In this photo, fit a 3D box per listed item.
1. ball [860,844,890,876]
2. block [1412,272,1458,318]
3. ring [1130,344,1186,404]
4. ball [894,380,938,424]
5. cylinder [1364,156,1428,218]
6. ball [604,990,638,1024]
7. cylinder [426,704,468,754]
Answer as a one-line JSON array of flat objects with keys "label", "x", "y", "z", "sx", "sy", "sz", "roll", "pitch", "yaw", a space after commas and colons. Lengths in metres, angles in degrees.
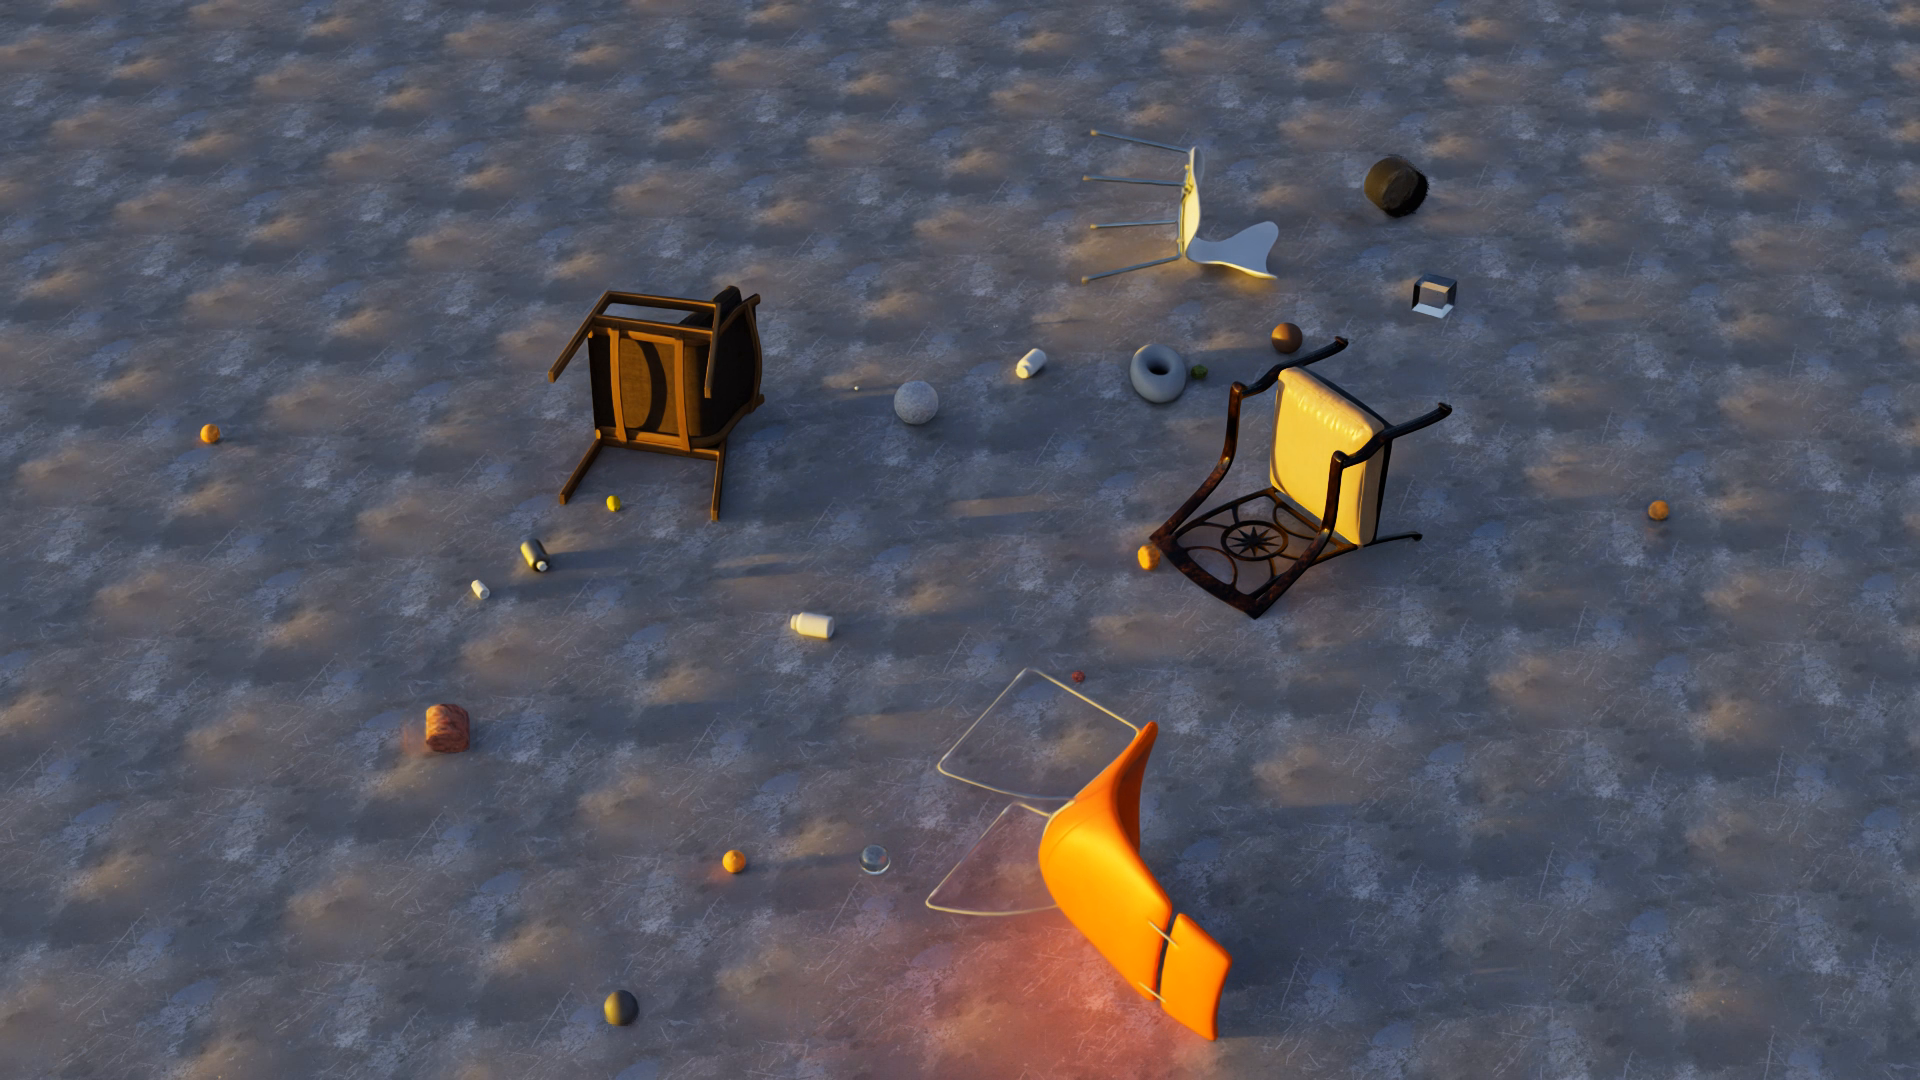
[{"label": "ball", "x": -0.270, "y": 1.015, "z": 9.314, "sx": 0.099, "sy": 0.099, "sz": 0.099, "roll": 0, "pitch": 33, "yaw": 0}, {"label": "block", "x": 2.007, "y": -1.035, "z": 12.405, "sx": 0.141, "sy": 0.122, "sz": 0.128, "roll": 19, "pitch": 38, "yaw": 26}, {"label": "ring", "x": 0.803, "y": -0.676, "z": 11.877, "sx": 0.226, "sy": 0.105, "sz": 0.399, "roll": 1, "pitch": 33, "yaw": -1}, {"label": "ball", "x": -0.173, "y": -0.545, "z": 11.611, "sx": 0.177, "sy": 0.177, "sz": 0.177, "roll": 0, "pitch": 33, "yaw": 0}, {"label": "cylinder", "x": 1.954, "y": -1.583, "z": 13.144, "sx": 0.235, "sy": 0.220, "sz": 0.160, "roll": -36, "pitch": 40, "yaw": -2}, {"label": "ball", "x": -1.010, "y": 1.393, "z": 8.740, "sx": 0.100, "sy": 0.100, "sz": 0.100, "roll": 0, "pitch": 33, "yaw": 0}, {"label": "cylinder", "x": -1.730, "y": 0.636, "z": 9.896, "sx": 0.138, "sy": 0.088, "sz": 0.163, "roll": 6, "pitch": 32, "yaw": -15}]
